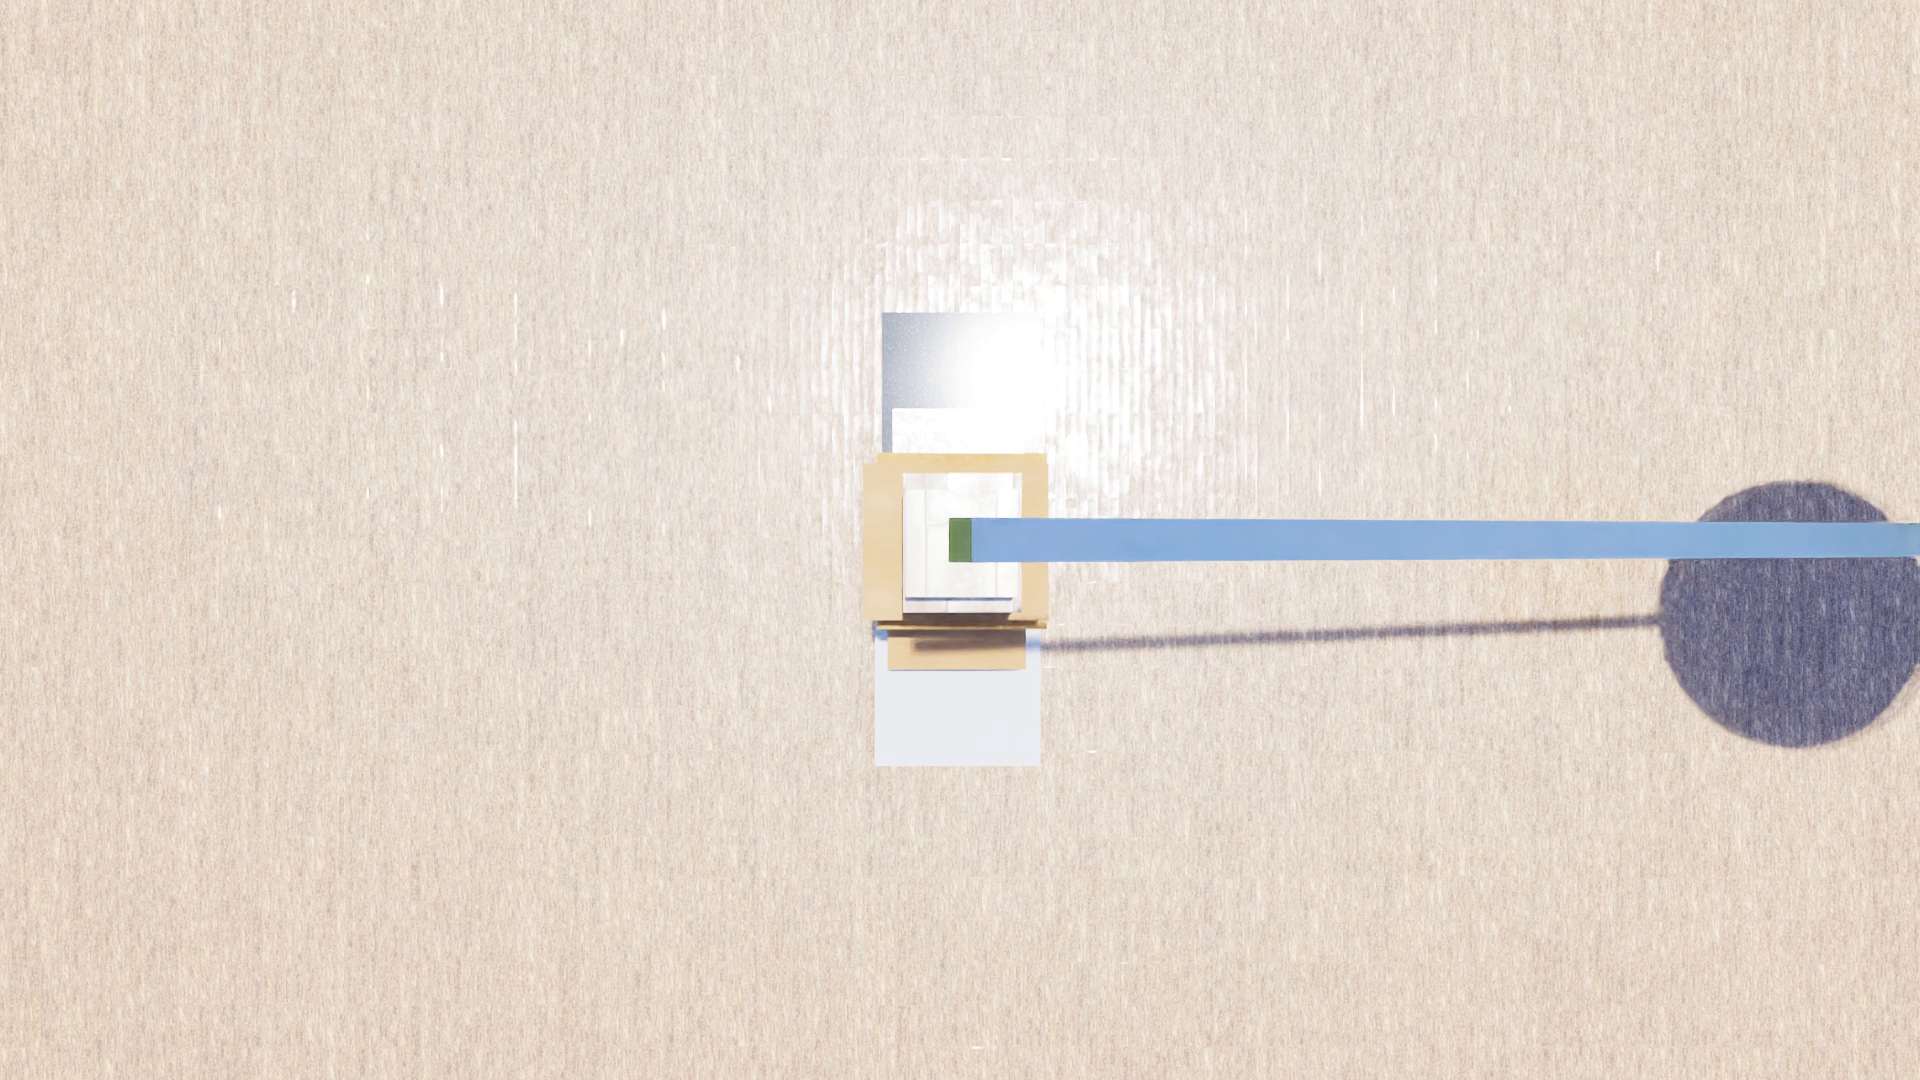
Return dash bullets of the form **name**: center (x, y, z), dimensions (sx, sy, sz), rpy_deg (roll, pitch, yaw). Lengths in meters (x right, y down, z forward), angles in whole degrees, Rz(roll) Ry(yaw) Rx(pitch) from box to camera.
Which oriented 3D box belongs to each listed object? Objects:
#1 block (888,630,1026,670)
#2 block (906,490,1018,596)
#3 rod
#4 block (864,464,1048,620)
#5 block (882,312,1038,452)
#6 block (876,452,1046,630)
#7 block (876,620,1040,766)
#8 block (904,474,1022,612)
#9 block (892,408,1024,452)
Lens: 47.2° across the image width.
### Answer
- **block**: center (-0.017, 0.319, 11.754), dimensions (0.722, 0.585, 0.711), rpy_deg (0, 90, 0)
- **block**: center (0.006, 0.012, 7.995), dimensions (0.397, 0.370, 0.380), rpy_deg (0, 90, 0)
- **rod**: center (2.212, 0.000, 5.252), dimensions (5.200, 0.080, 0.080), rpy_deg (0, 90, -32)
- **block**: center (-0.017, 0.006, 9.576), dimensions (0.775, 0.812, 0.652), rpy_deg (0, 90, 0)
- **block**: center (0.002, -0.827, 12.559), dimensions (0.865, 0.883, 0.857), rpy_deg (0, 90, 0)
- **block**: center (0.009, 0.004, 10.299), dimensions (0.771, 0.633, 0.800), rpy_deg (0, 90, 0)
- **block**: center (-0.013, 0.845, 12.608), dimensions (0.919, 0.785, 0.820), rpy_deg (0, 90, 0)
- **block**: center (0.009, 0.010, 8.438), dimensions (0.439, 0.516, 0.514), rpy_deg (0, 90, 0)
- **block**: center (-0.009, -0.360, 11.674), dimensions (0.674, 0.746, 0.629), rpy_deg (0, 90, 0)
